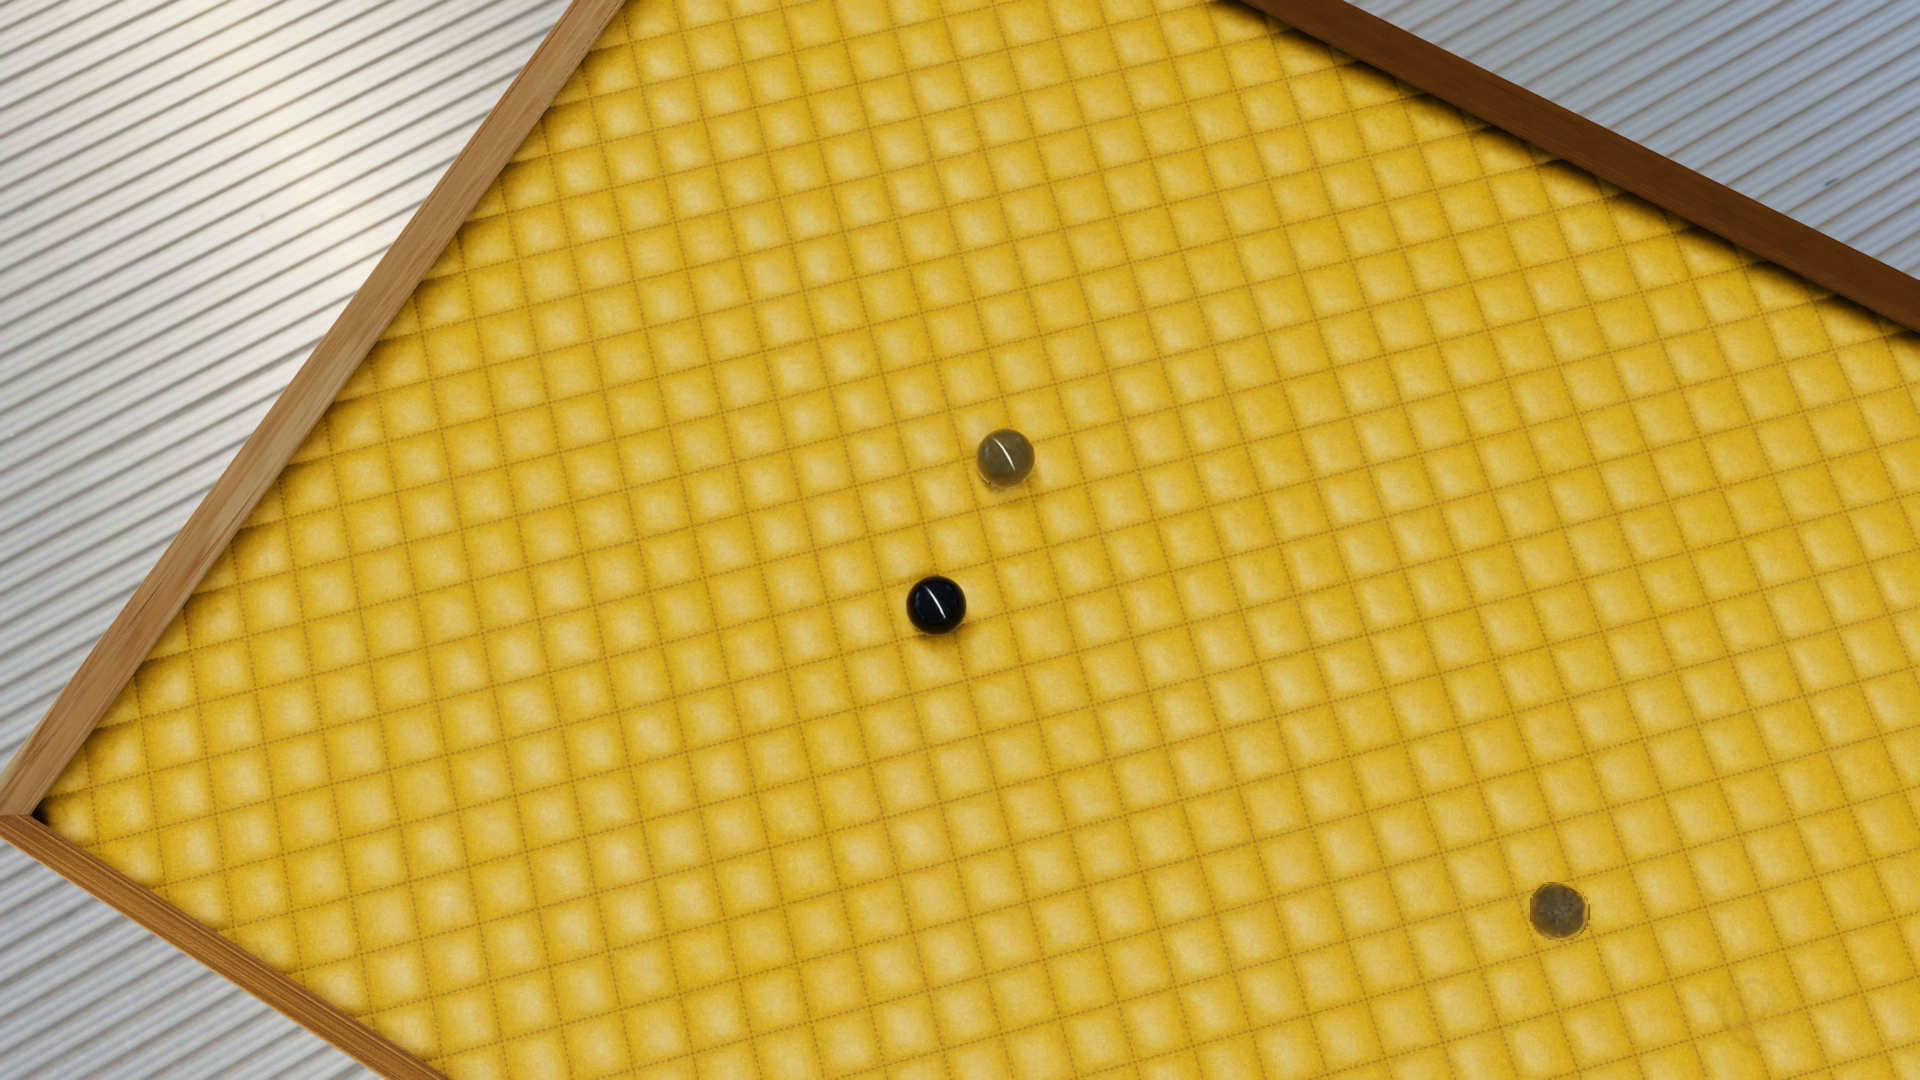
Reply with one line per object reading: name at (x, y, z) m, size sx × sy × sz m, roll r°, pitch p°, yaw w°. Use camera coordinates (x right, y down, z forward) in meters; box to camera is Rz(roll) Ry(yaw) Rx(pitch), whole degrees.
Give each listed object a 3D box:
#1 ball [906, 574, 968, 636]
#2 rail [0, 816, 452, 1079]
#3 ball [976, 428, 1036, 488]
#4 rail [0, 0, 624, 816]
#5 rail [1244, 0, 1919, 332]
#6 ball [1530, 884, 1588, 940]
ball at (-0.036, 0.101, 3.376) m, size 0.094 × 0.094 × 0.094 m, roll 0°, pitch 71°, yaw 0°
rail at (0.331, 1.369, 2.918) m, size 4.071 × 0.123 × 0.045 m, roll 29°, pitch 73°, yaw 10°
ball at (0.072, -0.128, 3.456) m, size 0.095 × 0.095 × 0.095 m, roll 0°, pitch 71°, yaw 0°
rail at (-0.859, -0.477, 3.561) m, size 0.045 × 0.123 × 2.231 m, roll 29°, pitch 73°, yaw 10°
rail at (1.428, -0.414, 3.539) m, size 4.071 × 0.123 × 0.045 m, roll 29°, pitch 73°, yaw 10°
ball at (0.880, 0.545, 3.229) m, size 0.080 × 0.080 × 0.080 m, roll 0°, pitch 71°, yaw 0°
